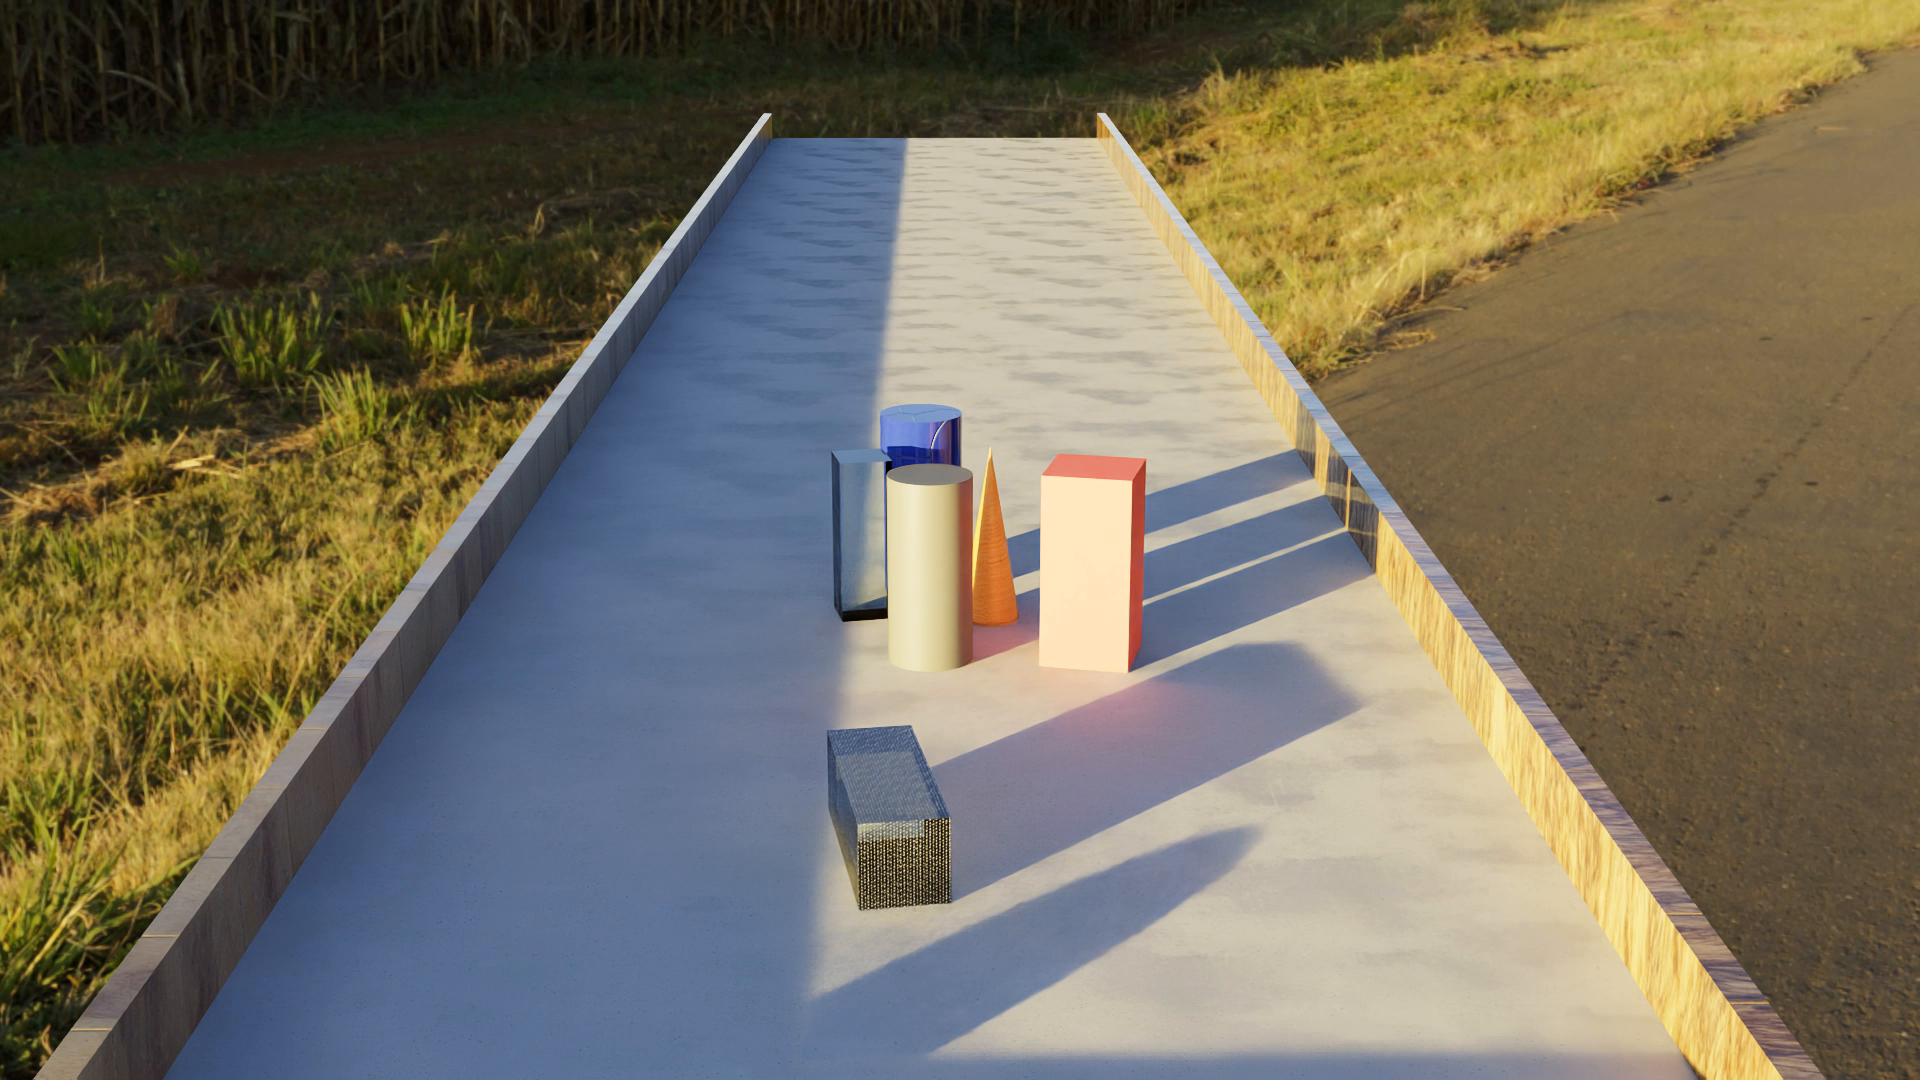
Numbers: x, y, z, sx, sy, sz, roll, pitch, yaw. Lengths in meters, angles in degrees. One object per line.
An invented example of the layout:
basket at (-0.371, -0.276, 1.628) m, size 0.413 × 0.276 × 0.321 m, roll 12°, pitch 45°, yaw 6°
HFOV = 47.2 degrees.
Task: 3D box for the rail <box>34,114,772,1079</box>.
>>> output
rail at (-1.118, -0.838, 7.780) m, size 0.050 × 0.150 × 12.000 m, roll 0°, pitch 17°, yaw -1°

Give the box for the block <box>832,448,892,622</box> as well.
block at (-0.207, -0.011, 4.658) m, size 0.109 × 0.345 × 0.109 m, roll -4°, pitch 17°, yaw -12°

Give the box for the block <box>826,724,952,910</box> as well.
block at (-0.118, 0.436, 3.512) m, size 0.142 × 0.142 × 0.389 m, roll -3°, pitch 17°, yaw -10°

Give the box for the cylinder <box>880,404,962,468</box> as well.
cylinder at (-0.085, -0.092, 4.857) m, size 0.179 × 0.387 × 0.179 m, roll 0°, pitch 17°, yaw 0°

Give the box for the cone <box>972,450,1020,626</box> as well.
cone at (0.063, -0.016, 4.621) m, size 0.127 × 0.376 × 0.127 m, roll 0°, pitch 17°, yaw 0°

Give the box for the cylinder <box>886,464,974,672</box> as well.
cylinder at (-0.059, 0.054, 4.377) m, size 0.170 × 0.381 × 0.170 m, roll 0°, pitch 17°, yaw 0°

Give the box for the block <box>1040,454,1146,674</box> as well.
block at (0.265, 0.044, 4.389) m, size 0.178 × 0.393 × 0.178 m, roll 4°, pitch 17°, yaw 13°

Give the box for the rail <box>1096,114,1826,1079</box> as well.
rail at (0.932, -0.844, 7.801) m, size 0.050 × 0.150 × 12.000 m, roll 0°, pitch 17°, yaw -1°
